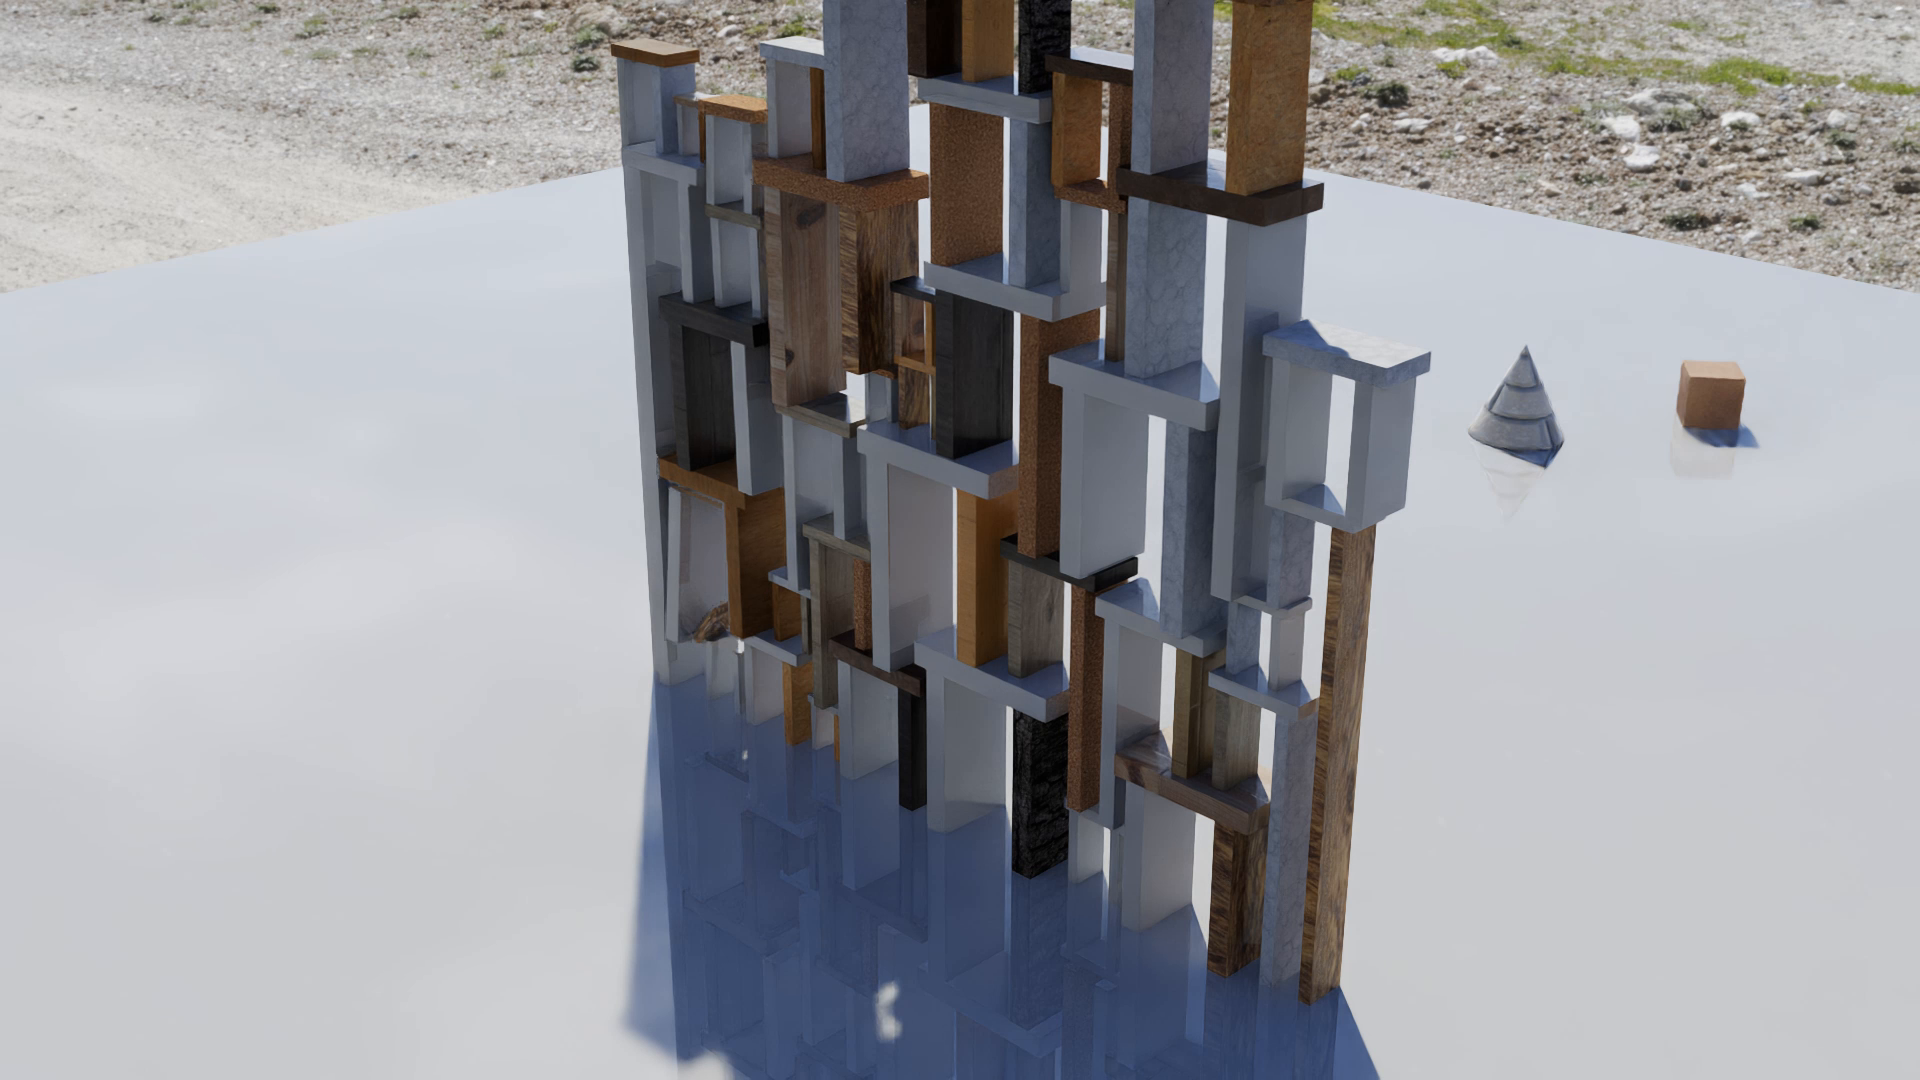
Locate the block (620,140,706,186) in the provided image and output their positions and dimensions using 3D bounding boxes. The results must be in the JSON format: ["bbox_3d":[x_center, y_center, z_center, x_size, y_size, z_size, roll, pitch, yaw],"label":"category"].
[{"bbox_3d":[-0.568,-0.775,4.505,0.126,0.036,0.251,-21,31,-40],"label":"block"}]

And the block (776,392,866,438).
[{"bbox_3d":[-0.254,-0.258,4.391,0.222,0.031,0.111,21,31,41],"label":"block"}]

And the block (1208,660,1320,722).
[{"bbox_3d":[0.529,0.252,3.753,0.095,0.027,0.191,-22,31,-40],"label":"block"}]

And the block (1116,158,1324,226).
[{"bbox_3d":[0.415,-0.566,3.534,0.152,0.043,0.304,-22,31,-40],"label":"block"}]

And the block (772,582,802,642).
[{"bbox_3d":[-0.366,0.144,4.682,0.019,0.134,0.067,21,31,40],"label":"block"}]

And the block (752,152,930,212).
[{"bbox_3d":[-0.227,-0.687,4.176,0.321,0.046,0.161,21,31,41],"label":"block"}]

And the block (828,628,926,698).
[{"bbox_3d":[-0.127,0.238,4.464,0.134,0.038,0.268,-21,31,-41],"label":"block"}]

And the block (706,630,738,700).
[{"bbox_3d":[-0.532,0.278,4.915,0.073,0.147,0.021,-21,35,-40],"label":"block"}]

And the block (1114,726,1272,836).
[{"bbox_3d":[0.440,0.426,3.921,0.305,0.043,0.153,21,31,41],"label":"block"}]

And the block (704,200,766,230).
[{"bbox_3d":[-0.418,-0.654,4.396,0.091,0.026,0.182,-19,28,-40],"label":"block"}]

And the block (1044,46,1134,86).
[{"bbox_3d":[0.242,-0.782,3.629,0.095,0.027,0.190,-21,31,-40],"label":"block"}]

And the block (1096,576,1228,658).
[{"bbox_3d":[0.372,0.135,3.876,0.123,0.035,0.247,-22,31,-40],"label":"block"}]

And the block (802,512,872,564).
[{"bbox_3d":[-0.215,-0.008,4.447,0.200,0.028,0.100,21,31,40],"label":"block"}]

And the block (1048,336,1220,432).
[{"bbox_3d":[0.337,-0.271,3.736,0.174,0.049,0.348,-22,31,-40],"label":"block"}]

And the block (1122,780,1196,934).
[{"bbox_3d":[0.368,0.558,4.055,0.043,0.305,0.153,21,31,41],"label":"block"}]

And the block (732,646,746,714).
[{"bbox_3d":[-0.467,0.304,4.856,0.021,0.147,0.073,21,31,41],"label":"block"}]

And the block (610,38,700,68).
[{"bbox_3d":[-0.622,-0.994,4.485,0.089,0.025,0.178,-21,31,-40],"label":"block"}]

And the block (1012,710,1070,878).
[{"bbox_3d":[0.179,0.460,4.229,0.050,0.350,0.175,21,31,41],"label":"block"}]

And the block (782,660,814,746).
[{"bbox_3d":[-0.333,0.335,4.722,0.097,0.194,0.028,-21,31,-41],"label":"block"}]

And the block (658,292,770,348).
[{"bbox_3d":[-0.458,-0.464,4.514,0.161,0.046,0.322,-20,28,-38],"label":"block"}]

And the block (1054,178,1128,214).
[{"bbox_3d":[0.245,-0.582,3.707,0.081,0.023,0.161,-21,31,-40],"label":"block"}]

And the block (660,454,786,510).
[{"bbox_3d":[-0.491,-0.139,4.696,0.152,0.043,0.303,-20,27,-38],"label":"block"}]

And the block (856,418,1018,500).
[{"bbox_3d":[-0.011,-0.169,4.168,0.353,0.050,0.176,21,31,41],"label":"block"}]

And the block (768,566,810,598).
[{"bbox_3d":[-0.333,0.086,4.622,0.134,0.019,0.067,22,31,40],"label":"block"}]

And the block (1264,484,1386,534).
[{"bbox_3d":[0.591,-0.058,3.561,0.177,0.025,0.089,21,31,40],"label":"block"}]

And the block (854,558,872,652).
[{"bbox_3d":[-0.167,0.116,4.448,0.100,0.200,0.028,-21,31,-41],"label":"block"}]

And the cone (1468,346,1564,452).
[{"bbox_3d":[1.641,-0.441,6.431,0.280,0.280,0.280,0,25,0],"label":"cone"}]

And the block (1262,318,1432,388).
[{"bbox_3d":[0.603,-0.293,3.439,0.117,0.033,0.235,-21,31,-41],"label":"block"}]

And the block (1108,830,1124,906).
[{"bbox_3d":[0.315,0.603,4.142,0.022,0.155,0.077,21,31,41],"label":"block"}]

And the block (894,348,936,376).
[{"bbox_3d":[-0.057,-0.336,4.147,0.128,0.018,0.064,21,31,40],"label":"block"}]

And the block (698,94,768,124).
[{"bbox_3d":[-0.422,-0.847,4.317,0.090,0.026,0.181,-19,28,-39],"label":"block"}]

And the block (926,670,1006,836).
[{"bbox_3d":[0.014,0.395,4.381,0.050,0.350,0.175,21,31,41],"label":"block"}]

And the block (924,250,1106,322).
[{"bbox_3d":[0.102,-0.460,3.919,0.159,0.045,0.318,-21,31,-40],"label":"block"}]

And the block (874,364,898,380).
[{"bbox_3d":[-0.142,-0.330,4.233,0.046,0.013,0.092,-21,31,-40],"label":"block"}]

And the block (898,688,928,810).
[{"bbox_3d":[-0.063,0.404,4.466,0.038,0.268,0.134,21,31,41],"label":"block"}]

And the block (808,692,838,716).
[{"bbox_3d":[-0.267,0.343,4.654,0.109,0.015,0.054,21,31,41],"label":"block"}]

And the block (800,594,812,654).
[{"bbox_3d":[-0.302,0.169,4.624,0.019,0.134,0.067,22,31,40],"label":"block"}]

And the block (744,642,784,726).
[{"bbox_3d":[-0.423,0.300,4.805,0.097,0.194,0.028,-21,31,-41],"label":"block"}]

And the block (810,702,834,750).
[{"bbox_3d":[-0.292,0.390,4.702,0.015,0.109,0.054,21,31,41],"label":"block"}]

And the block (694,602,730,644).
[{"bbox_3d":[-0.528,0.177,4.834,0.073,0.147,0.021,-23,75,-35],"label":"block"}]

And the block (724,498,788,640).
[{"bbox_3d":[-0.422,0.046,4.693,0.152,0.303,0.043,-20,30,-38],"label":"block"}]

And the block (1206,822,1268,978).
[{"bbox_3d":[0.512,0.614,3.923,0.043,0.305,0.153,21,31,41],"label":"block"}]

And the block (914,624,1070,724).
[{"bbox_3d":[0.097,0.243,4.227,0.175,0.050,0.350,-21,31,-40],"label":"block"}]

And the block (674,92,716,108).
[{"bbox_3d":[-0.522,-0.882,4.416,0.054,0.015,0.107,-21,30,-40],"label":"block"}]

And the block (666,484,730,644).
[{"bbox_3d":[-0.571,0.043,4.856,0.152,0.358,0.043,-16,29,-41],"label":"block"}]

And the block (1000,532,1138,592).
[{"bbox_3d":[0.198,0.031,4.021,0.117,0.033,0.235,-21,31,-40],"label":"block"}]

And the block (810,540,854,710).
[{"bbox_3d":[-0.262,0.163,4.571,0.028,0.382,0.100,21,31,41],"label":"block"}]

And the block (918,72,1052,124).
[{"bbox_3d":[0.080,-0.773,3.801,0.291,0.041,0.145,21,31,41],"label":"block"}]

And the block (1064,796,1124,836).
[{"bbox_3d":[0.278,0.507,4.141,0.077,0.022,0.155,-21,31,-41],"label":"block"}]

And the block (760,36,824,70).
[{"bbox_3d":[-0.280,-0.918,4.141,0.190,0.027,0.095,21,31,40],"label":"block"}]

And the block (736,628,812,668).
[{"bbox_3d":[-0.379,0.215,4.720,0.194,0.028,0.097,21,31,40],"label":"block"}]

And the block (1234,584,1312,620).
[{"bbox_3d":[0.518,0.097,3.708,0.068,0.019,0.137,-22,31,-40],"label":"block"}]

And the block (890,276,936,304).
[{"bbox_3d":[-0.066,-0.466,4.095,0.122,0.017,0.061,21,31,40],"label":"block"}]

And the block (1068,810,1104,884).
[{"bbox_3d":[0.242,0.574,4.209,0.022,0.155,0.077,21,31,41],"label":"block"}]

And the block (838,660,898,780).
[{"bbox_3d":[-0.190,0.354,4.582,0.038,0.268,0.134,21,31,41],"label":"block"}]

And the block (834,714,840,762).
[{"bbox_3d":[-0.241,0.410,4.655,0.015,0.109,0.054,21,31,41],"label":"block"}]

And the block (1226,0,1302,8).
[{"bbox_3d":[0.409,-0.870,3.398,0.145,0.041,0.291,-22,31,-40],"label":"block"}]
